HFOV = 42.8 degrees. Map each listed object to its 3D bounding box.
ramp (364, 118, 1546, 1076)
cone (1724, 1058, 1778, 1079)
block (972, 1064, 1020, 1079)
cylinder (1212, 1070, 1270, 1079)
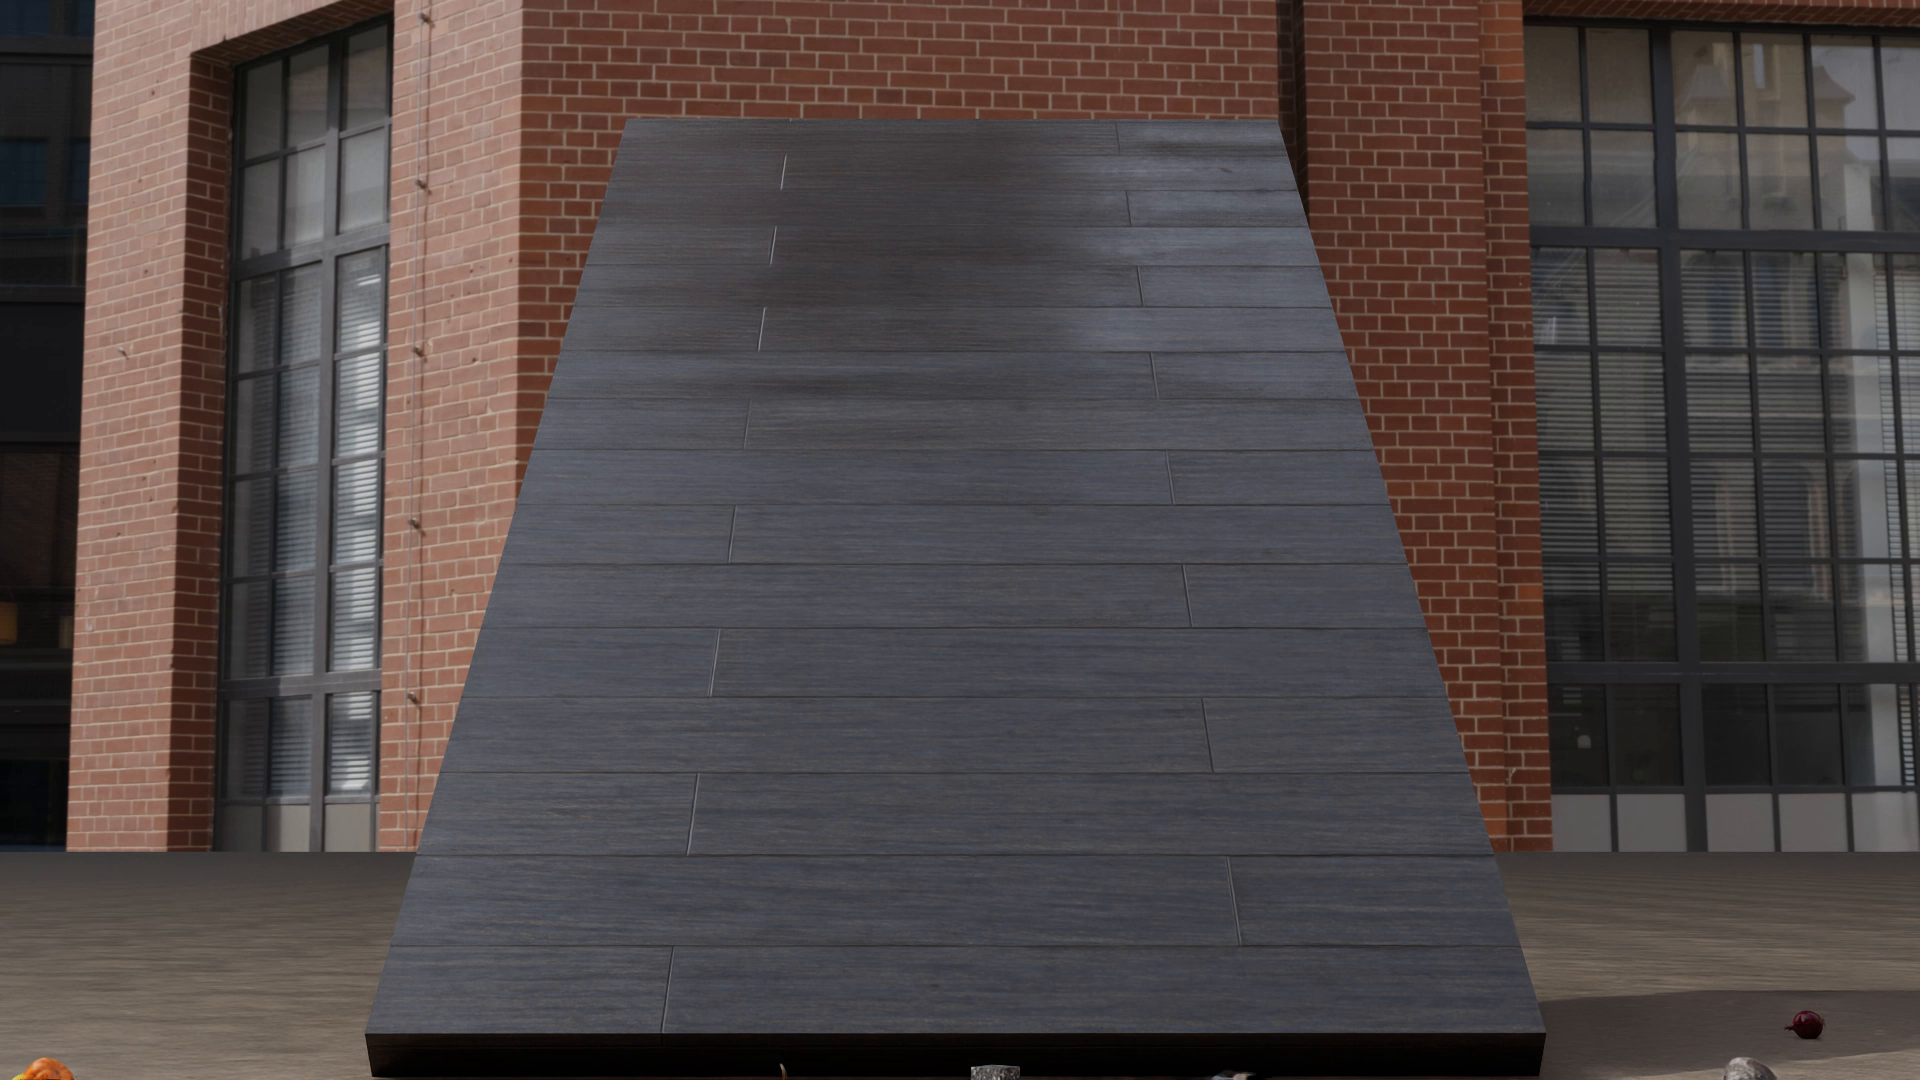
[{"bbox_3d":[-0.015,-0.188,5.862,2.000,0.100,4.000,0,32,0],"label":"ramp"},{"bbox_3d":[1.144,0.824,3.599,0.092,0.092,0.092,-29,13,-38],"label":"cone"},{"bbox_3d":[0.055,0.839,3.772,0.054,0.054,0.054,-5,-9,36],"label":"block"},{"bbox_3d":[0.396,0.787,3.442,0.076,0.076,0.076,3,-8,-25],"label":"cylinder"}]
